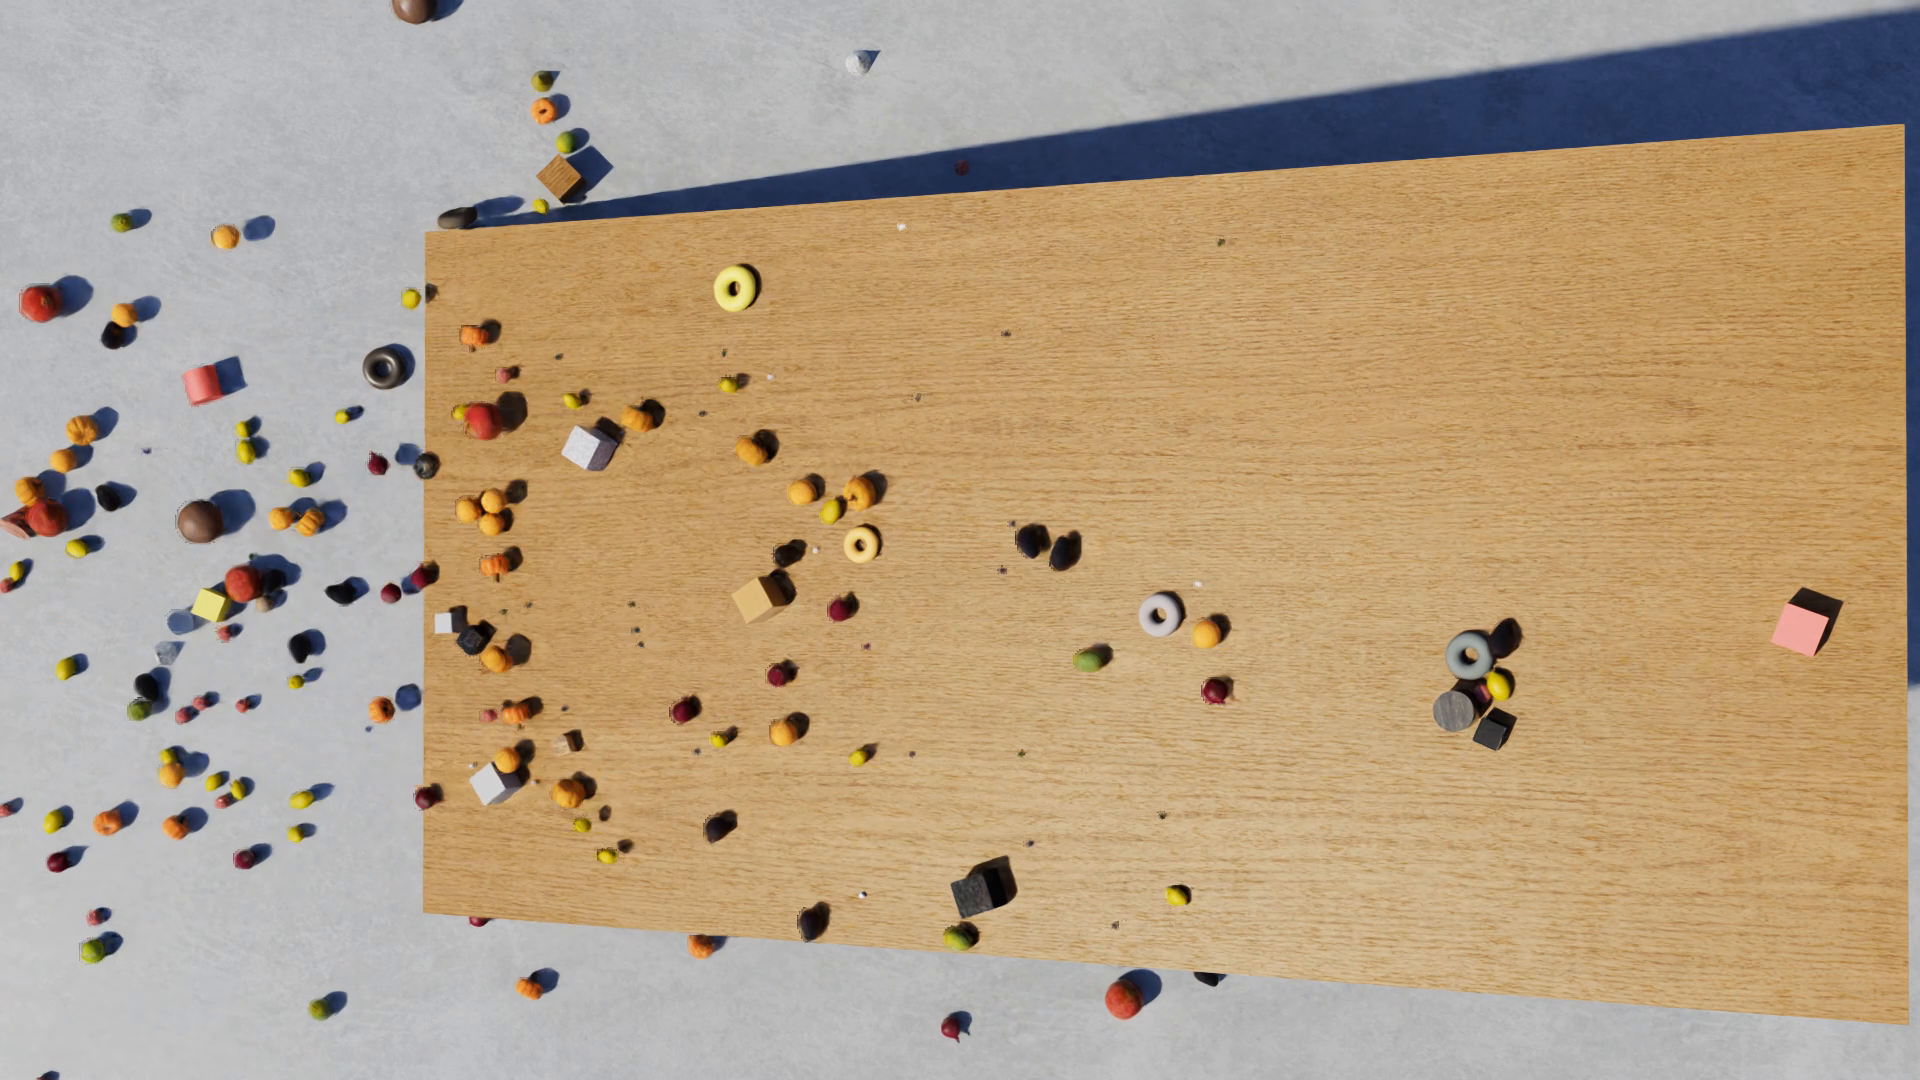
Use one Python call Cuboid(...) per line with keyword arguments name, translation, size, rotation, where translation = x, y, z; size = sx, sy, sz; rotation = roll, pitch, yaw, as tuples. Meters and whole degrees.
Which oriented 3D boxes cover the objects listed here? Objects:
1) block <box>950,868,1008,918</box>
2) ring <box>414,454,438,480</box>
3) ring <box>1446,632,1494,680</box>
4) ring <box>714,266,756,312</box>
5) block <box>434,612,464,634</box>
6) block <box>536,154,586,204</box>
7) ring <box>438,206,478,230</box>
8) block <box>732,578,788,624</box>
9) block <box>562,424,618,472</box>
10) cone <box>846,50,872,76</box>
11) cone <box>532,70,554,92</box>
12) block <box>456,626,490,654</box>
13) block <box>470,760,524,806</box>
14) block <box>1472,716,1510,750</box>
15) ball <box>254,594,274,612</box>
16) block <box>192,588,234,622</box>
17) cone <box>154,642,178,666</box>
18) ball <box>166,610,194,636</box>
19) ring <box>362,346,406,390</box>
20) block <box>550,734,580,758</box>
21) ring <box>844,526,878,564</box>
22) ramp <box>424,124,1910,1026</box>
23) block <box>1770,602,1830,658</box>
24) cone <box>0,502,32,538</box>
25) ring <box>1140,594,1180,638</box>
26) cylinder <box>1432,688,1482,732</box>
Cuboid(name="block", translation=(0.050, 0.916, 5.698), size=(0.097, 0.097, 0.097), rotation=(-21, 81, 22))
Cuboid(name="ring", translation=(-1.566, -0.216, 6.445), size=(0.079, 0.026, 0.079), rotation=(-1, 88, 24))
Cuboid(name="ring", translation=(1.214, 0.276, 5.237), size=(0.115, 0.038, 0.115), rotation=(-2, 85, 25))
Cuboid(name="ring", translation=(-0.616, -0.690, 6.034), size=(0.127, 0.042, 0.127), rotation=(-1, 89, 25))
Cuboid(name="block", translation=(-1.484, 0.242, 6.387), size=(0.057, 0.057, 0.057), rotation=(-5, 88, 23))
Cuboid(name="block", translation=(-1.181, -1.069, 6.517), size=(0.096, 0.096, 0.096), rotation=(-45, 90, 0))
Cuboid(name="ring", translation=(-1.474, -0.945, 6.456), size=(0.121, 0.121, 0.040), rotation=(-15, 113, 0))
Cuboid(name="block", translation=(-0.542, 0.164, 5.964), size=(0.092, 0.092, 0.092), rotation=(-34, 77, 19))
Cuboid(name="block", translation=(-1.041, -0.258, 6.183), size=(0.093, 0.093, 0.093), rotation=(32, 102, 20))
Cuboid(name="cone", translation=(-0.303, -1.426, 6.530), size=(0.078, 0.078, 0.078), rotation=(0, 89, 0))
Cuboid(name="cone", translation=(-1.248, -1.371, 6.535), size=(0.066, 0.066, 0.066), rotation=(0, 89, 0))
Cuboid(name="block", translation=(-1.406, 0.289, 6.351), size=(0.060, 0.060, 0.060), rotation=(40, 104, 19))
Cuboid(name="block", translation=(-1.328, 0.696, 6.297), size=(0.090, 0.090, 0.090), rotation=(-38, 75, 18))
Cuboid(name="block", translation=(1.257, 0.458, 5.204), size=(0.060, 0.060, 0.060), rotation=(25, 99, 22))
Cuboid(name="ball", translation=(-2.062, 0.188, 6.522), size=(0.056, 0.056, 0.056), rotation=(0, 89, 0))
Cuboid(name="block", translation=(-2.213, 0.193, 6.511), size=(0.077, 0.077, 0.077), rotation=(22, 89, 0))
Cuboid(name="cone", translation=(-2.365, 0.337, 6.511), size=(0.072, 0.072, 0.072), rotation=(0, 89, 0))
Cuboid(name="ball", translation=(-2.309, 0.246, 6.511), size=(0.075, 0.075, 0.075), rotation=(0, 89, 0))
Cuboid(name="ring", translation=(-1.712, -0.510, 6.536), size=(0.129, 0.043, 0.129), rotation=(0, 91, -1))
Cuboid(name="block", translation=(-1.118, 0.583, 6.229), size=(0.051, 0.051, 0.051), rotation=(-23, 81, 21))
Cuboid(name="ring", translation=(-0.264, 0.014, 5.878), size=(0.101, 0.034, 0.101), rotation=(0, 90, 22))
Cuboid(name="ramp", translation=(0.283, 0.085, 5.715), size=(4.000, 0.100, 2.000), rotation=(0, 89, 23))
Cuboid(name="block", translation=(1.881, 0.200, 4.921), size=(0.094, 0.094, 0.094), rotation=(22, 98, 22))
Cuboid(name="cone", translation=(-2.785, -0.072, 6.530), size=(0.099, 0.099, 0.099), rotation=(23, 63, 0))
Cuboid(name="ring", translation=(0.504, 0.189, 5.544), size=(0.112, 0.037, 0.112), rotation=(0, 89, 25))
Cuboid(name="cylinder", translation=(1.180, 0.404, 5.218), size=(0.096, 0.096, 0.096), rotation=(0, 89, 23))
